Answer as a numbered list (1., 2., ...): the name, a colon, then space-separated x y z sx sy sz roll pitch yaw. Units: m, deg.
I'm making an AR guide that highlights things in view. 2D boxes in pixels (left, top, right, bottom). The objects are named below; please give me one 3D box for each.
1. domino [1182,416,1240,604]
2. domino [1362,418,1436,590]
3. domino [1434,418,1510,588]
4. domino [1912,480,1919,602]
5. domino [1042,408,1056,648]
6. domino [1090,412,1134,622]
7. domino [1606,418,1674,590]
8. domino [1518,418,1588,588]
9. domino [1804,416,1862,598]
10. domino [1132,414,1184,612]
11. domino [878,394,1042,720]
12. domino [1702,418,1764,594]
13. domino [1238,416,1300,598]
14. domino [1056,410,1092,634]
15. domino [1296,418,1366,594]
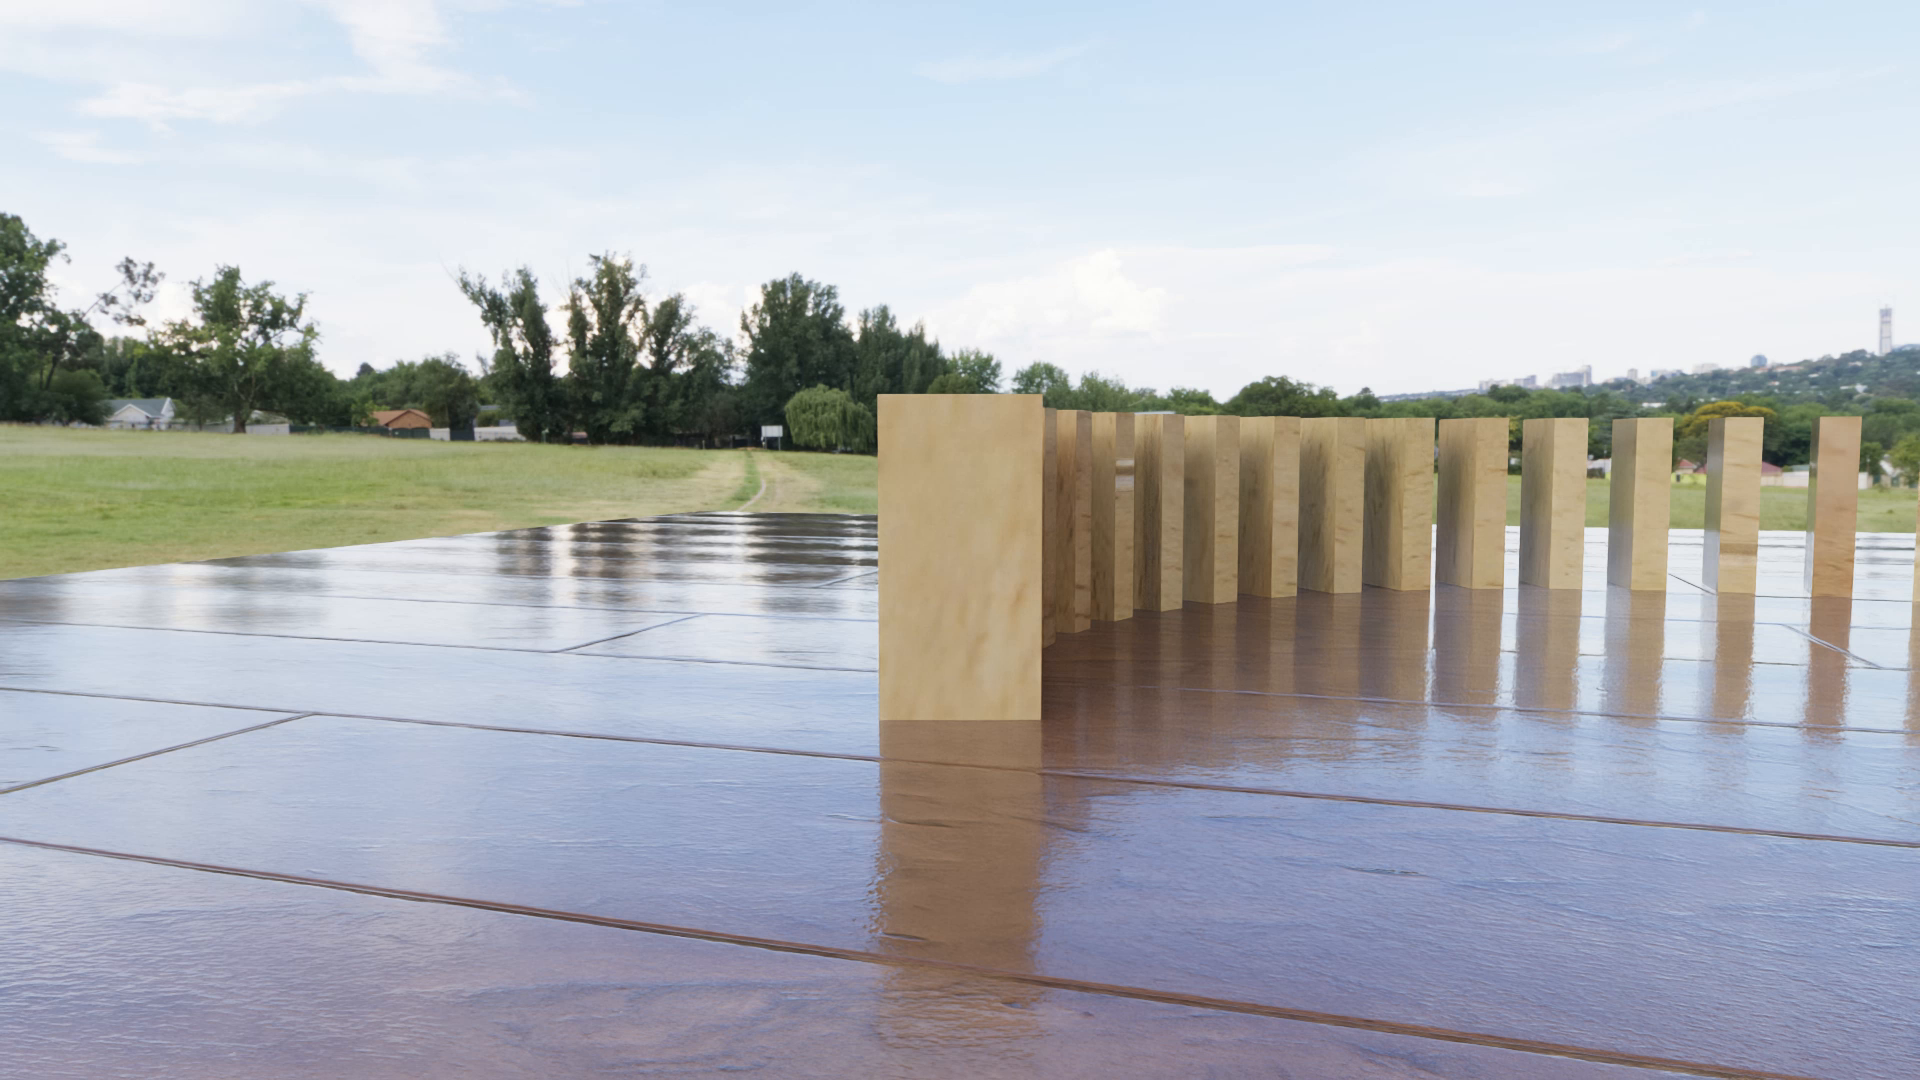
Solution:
1. domino: 0.064 -0.009 0.353 0.010 0.050 0.025 -3 5 -38
2. domino: 0.130 -0.011 0.384 0.009 0.050 0.025 -1 4 -13
3. domino: 0.154 -0.012 0.388 0.009 0.050 0.025 0 4 -4
4. domino: 0.270 -0.009 0.354 0.009 0.050 0.025 3 5 37
5. domino: 0.007 -0.003 0.274 0.025 0.050 0.009 1 5 19
6. domino: 0.030 -0.006 0.317 0.025 0.050 0.009 3 5 35
7. domino: 0.203 -0.011 0.384 0.010 0.050 0.025 1 4 12
8. domino: 0.179 -0.012 0.388 0.010 0.050 0.025 0 4 4
9. domino: 0.249 -0.010 0.367 0.009 0.050 0.025 2 5 29
10. domino: 0.045 -0.008 0.336 0.025 0.050 0.010 4 6 44
11. domino: 0.000 0.002 0.201 0.025 0.050 0.010 0 4 0
12. domino: 0.227 -0.011 0.377 0.010 0.050 0.025 2 5 21
13. domino: 0.084 -0.010 0.366 0.010 0.050 0.025 -2 5 -29
14. domino: 0.017 -0.005 0.296 0.025 0.050 0.009 2 5 27
15. domino: 0.106 -0.011 0.377 0.009 0.050 0.025 -2 5 -21
